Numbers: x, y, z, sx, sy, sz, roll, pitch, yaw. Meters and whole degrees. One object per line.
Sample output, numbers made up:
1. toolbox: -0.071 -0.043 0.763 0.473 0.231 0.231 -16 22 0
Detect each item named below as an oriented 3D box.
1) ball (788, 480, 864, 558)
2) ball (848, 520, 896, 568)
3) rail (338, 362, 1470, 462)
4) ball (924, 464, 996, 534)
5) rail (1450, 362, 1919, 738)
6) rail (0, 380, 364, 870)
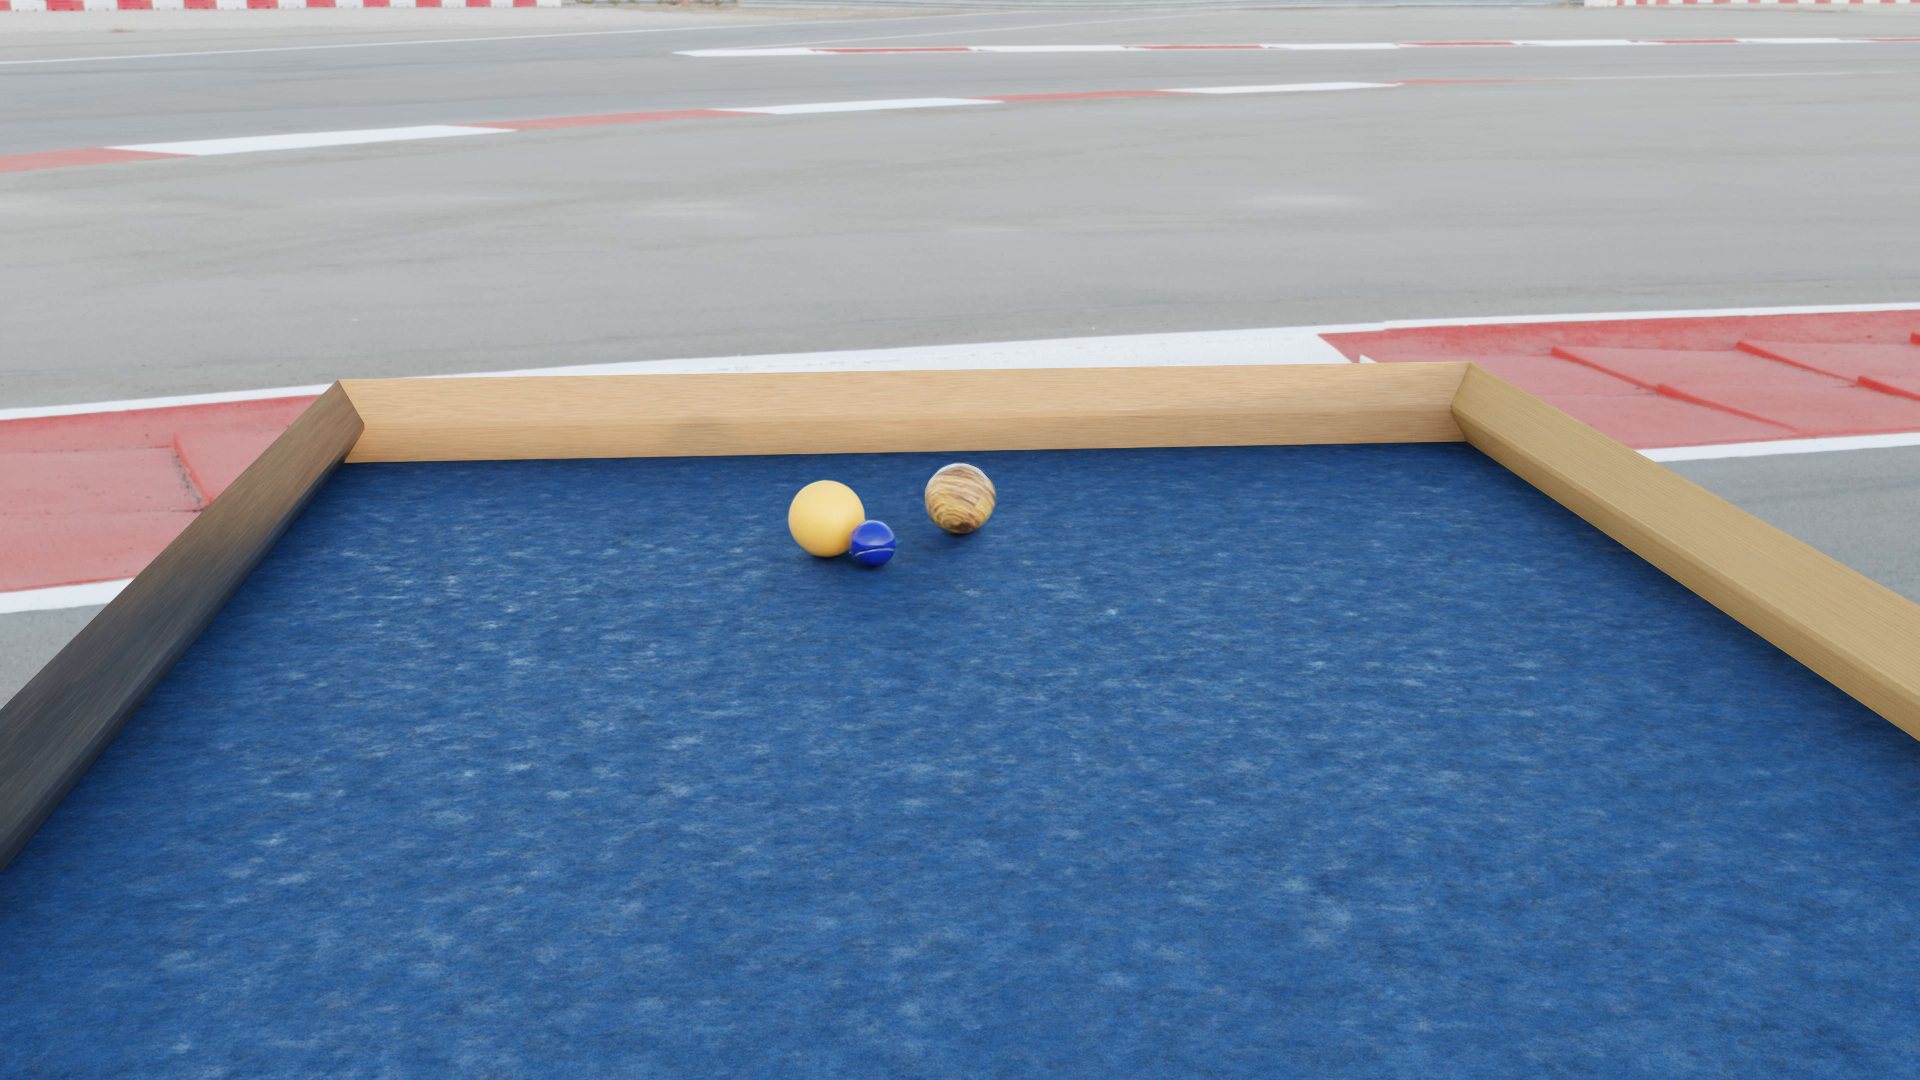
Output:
1. ball: -0.173 -0.027 2.853 0.099 0.099 0.099 0 15 0
2. ball: -0.112 0.005 2.807 0.060 0.060 0.060 0 15 0
3. rail: -0.065 -0.198 3.449 1.788 0.129 0.045 -1 15 -5
4. ball: 0.000 -0.056 2.970 0.096 0.096 0.096 0 15 0
5. rail: 0.934 0.152 2.098 0.045 0.129 3.008 -1 15 -5
6. rail: -0.799 0.191 1.946 0.045 0.129 3.008 -1 15 -5
